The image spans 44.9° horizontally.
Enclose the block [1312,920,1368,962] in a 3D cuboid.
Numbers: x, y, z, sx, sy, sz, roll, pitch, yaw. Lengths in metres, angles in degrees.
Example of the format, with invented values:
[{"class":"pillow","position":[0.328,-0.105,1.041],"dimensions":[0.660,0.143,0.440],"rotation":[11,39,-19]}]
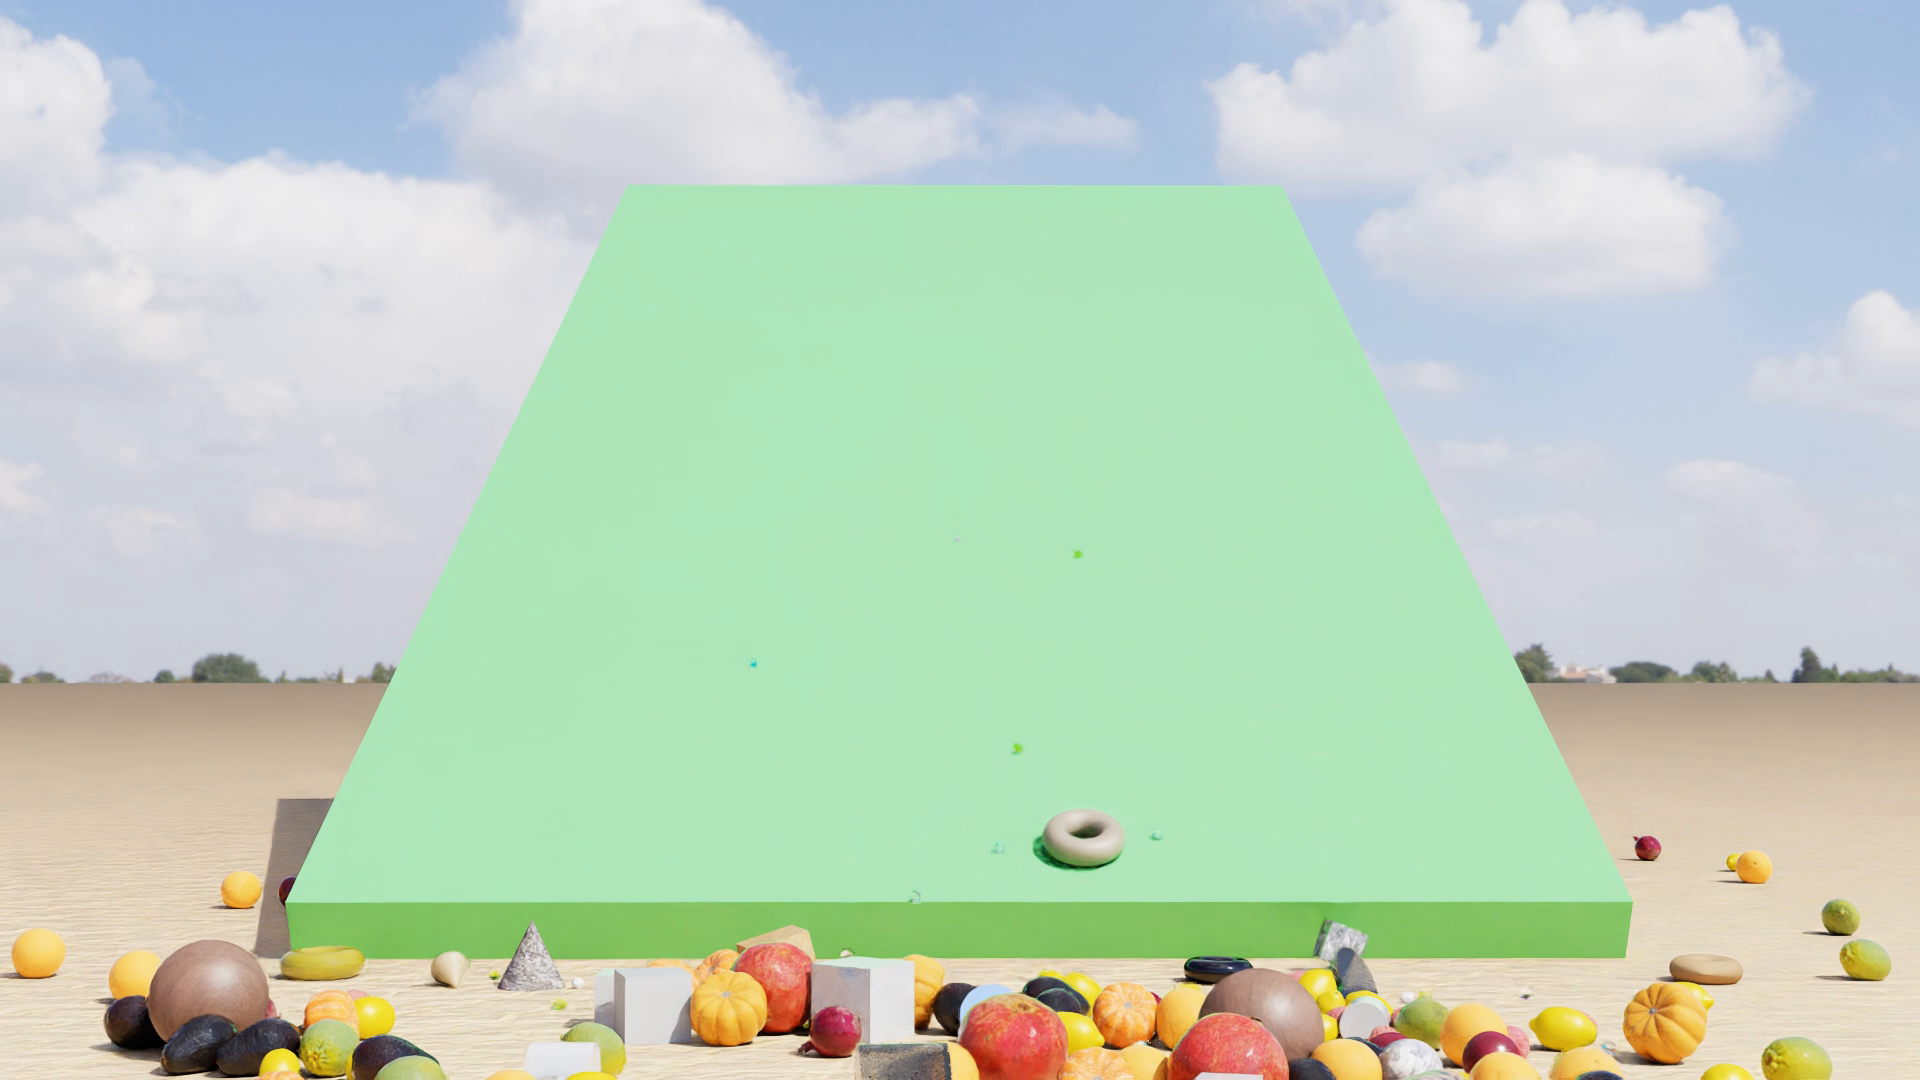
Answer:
[{"class":"block","position":[0.540,0.575,3.303],"dimensions":[0.054,0.054,0.054],"rotation":[21,-7,-1]}]

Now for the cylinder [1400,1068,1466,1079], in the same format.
[{"class":"cylinder","position":[0.410,0.507,2.046],"dimensions":[0.073,0.073,0.073],"rotation":[-3,-4,38]}]

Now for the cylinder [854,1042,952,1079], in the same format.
[{"class":"cylinder","position":[-0.053,0.509,2.154],"dimensions":[0.083,0.083,0.083],"rotation":[0,-3,-7]}]

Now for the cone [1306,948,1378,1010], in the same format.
[{"class":"cone","position":[0.472,0.578,2.969],"dimensions":[0.088,0.088,0.088],"rotation":[-33,-20,28]}]

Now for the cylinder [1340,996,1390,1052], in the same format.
[{"class":"cylinder","position":[0.463,0.552,2.657],"dimensions":[0.055,0.055,0.055],"rotation":[-1,-3,14]}]

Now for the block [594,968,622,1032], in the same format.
[{"class":"block","position":[-0.403,0.555,2.808],"dimensions":[0.066,0.066,0.066],"rotation":[0,-3,0]}]

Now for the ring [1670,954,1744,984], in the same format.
[{"class":"ring","position":[1.037,0.597,3.232],"dimensions":[0.098,0.033,0.098],"rotation":[1,-2,0]}]

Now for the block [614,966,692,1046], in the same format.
[{"class":"block","position":[-0.360,0.544,2.720],"dimensions":[0.077,0.077,0.077],"rotation":[1,-4,-18]}]

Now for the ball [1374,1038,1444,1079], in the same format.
[{"class":"ball","position":[0.442,0.525,2.288],"dimensions":[0.067,0.067,0.067],"rotation":[0,-3,0]}]

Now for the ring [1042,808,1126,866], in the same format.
[{"class":"ring","position":[0.191,0.457,3.578],"dimensions":[0.129,0.043,0.129],"rotation":[0,25,0]}]

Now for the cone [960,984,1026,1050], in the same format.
[{"class":"cone","position":[0.034,0.564,2.690],"dimensions":[0.077,0.077,0.077],"rotation":[0,-30,-7]}]

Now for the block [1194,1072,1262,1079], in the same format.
[{"class":"block","position":[0.243,0.519,2.115],"dimensions":[0.057,0.057,0.057],"rotation":[-1,-3,16]}]

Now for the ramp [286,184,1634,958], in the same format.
[{"class":"ramp","position":[-0.008,-0.228,5.298],"dimensions":[2.000,0.100,4.000],"rotation":[0,24,0]}]

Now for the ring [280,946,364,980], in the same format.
[{"class":"ring","position":[-0.899,0.597,3.277],"dimensions":[0.117,0.039,0.117],"rotation":[-1,-3,0]}]

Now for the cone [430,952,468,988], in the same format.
[{"class":"cone","position":[-0.692,0.598,3.174],"dimensions":[0.052,0.052,0.052],"rotation":[2,23,-26]}]

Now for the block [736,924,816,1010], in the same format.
[{"class":"block","position":[-0.233,0.551,3.004],"dimensions":[0.079,0.079,0.079],"rotation":[-16,2,-20]}]

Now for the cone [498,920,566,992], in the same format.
[{"class":"cone","position":[-0.584,0.564,3.173],"dimensions":[0.092,0.092,0.092],"rotation":[0,-3,0]}]

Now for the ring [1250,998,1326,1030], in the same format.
[{"class":"ring","position":[0.397,0.574,2.816],"dimensions":[0.092,0.031,0.092],"rotation":[1,-4,0]}]

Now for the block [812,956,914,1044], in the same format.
[{"class":"block","position":[-0.114,0.541,2.739],"dimensions":[0.086,0.086,0.086],"rotation":[-2,-4,35]}]

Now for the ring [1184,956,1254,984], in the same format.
[{"class":"ring","position":[0.358,0.597,3.227],"dimensions":[0.098,0.033,0.098],"rotation":[1,-4,0]}]
